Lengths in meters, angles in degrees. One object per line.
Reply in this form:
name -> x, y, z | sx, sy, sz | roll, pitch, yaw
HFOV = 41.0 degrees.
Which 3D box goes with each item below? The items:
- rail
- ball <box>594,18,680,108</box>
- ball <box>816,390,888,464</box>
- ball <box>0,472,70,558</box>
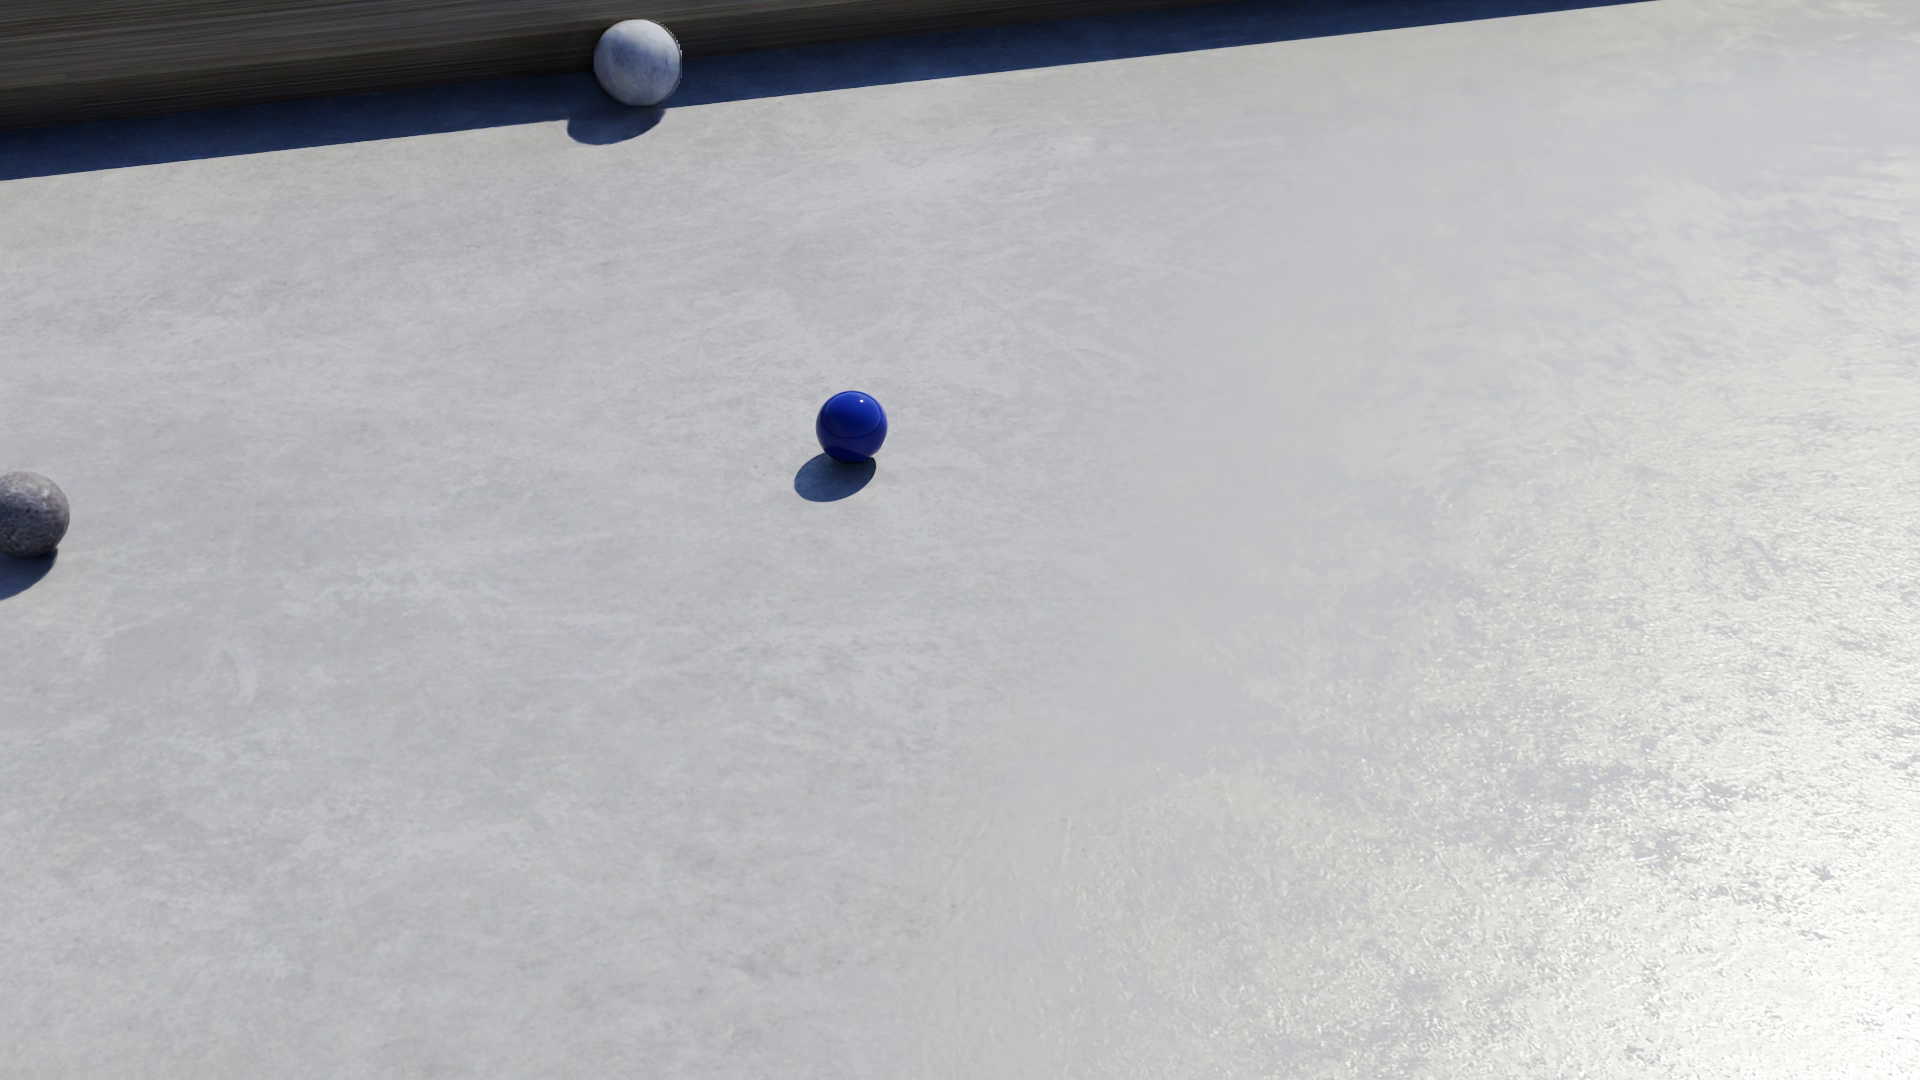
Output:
rail -> 0.517, -0.559, 2.304 | 2.887, 0.119, 0.045 | -8, 37, -11
ball -> -0.267, -0.394, 2.118 | 0.072, 0.072, 0.072 | 0, 36, 0
ball -> -0.071, -0.075, 1.697 | 0.049, 0.049, 0.049 | 0, 36, 0
ball -> -0.588, -0.016, 1.611 | 0.055, 0.055, 0.055 | 0, 36, 0
